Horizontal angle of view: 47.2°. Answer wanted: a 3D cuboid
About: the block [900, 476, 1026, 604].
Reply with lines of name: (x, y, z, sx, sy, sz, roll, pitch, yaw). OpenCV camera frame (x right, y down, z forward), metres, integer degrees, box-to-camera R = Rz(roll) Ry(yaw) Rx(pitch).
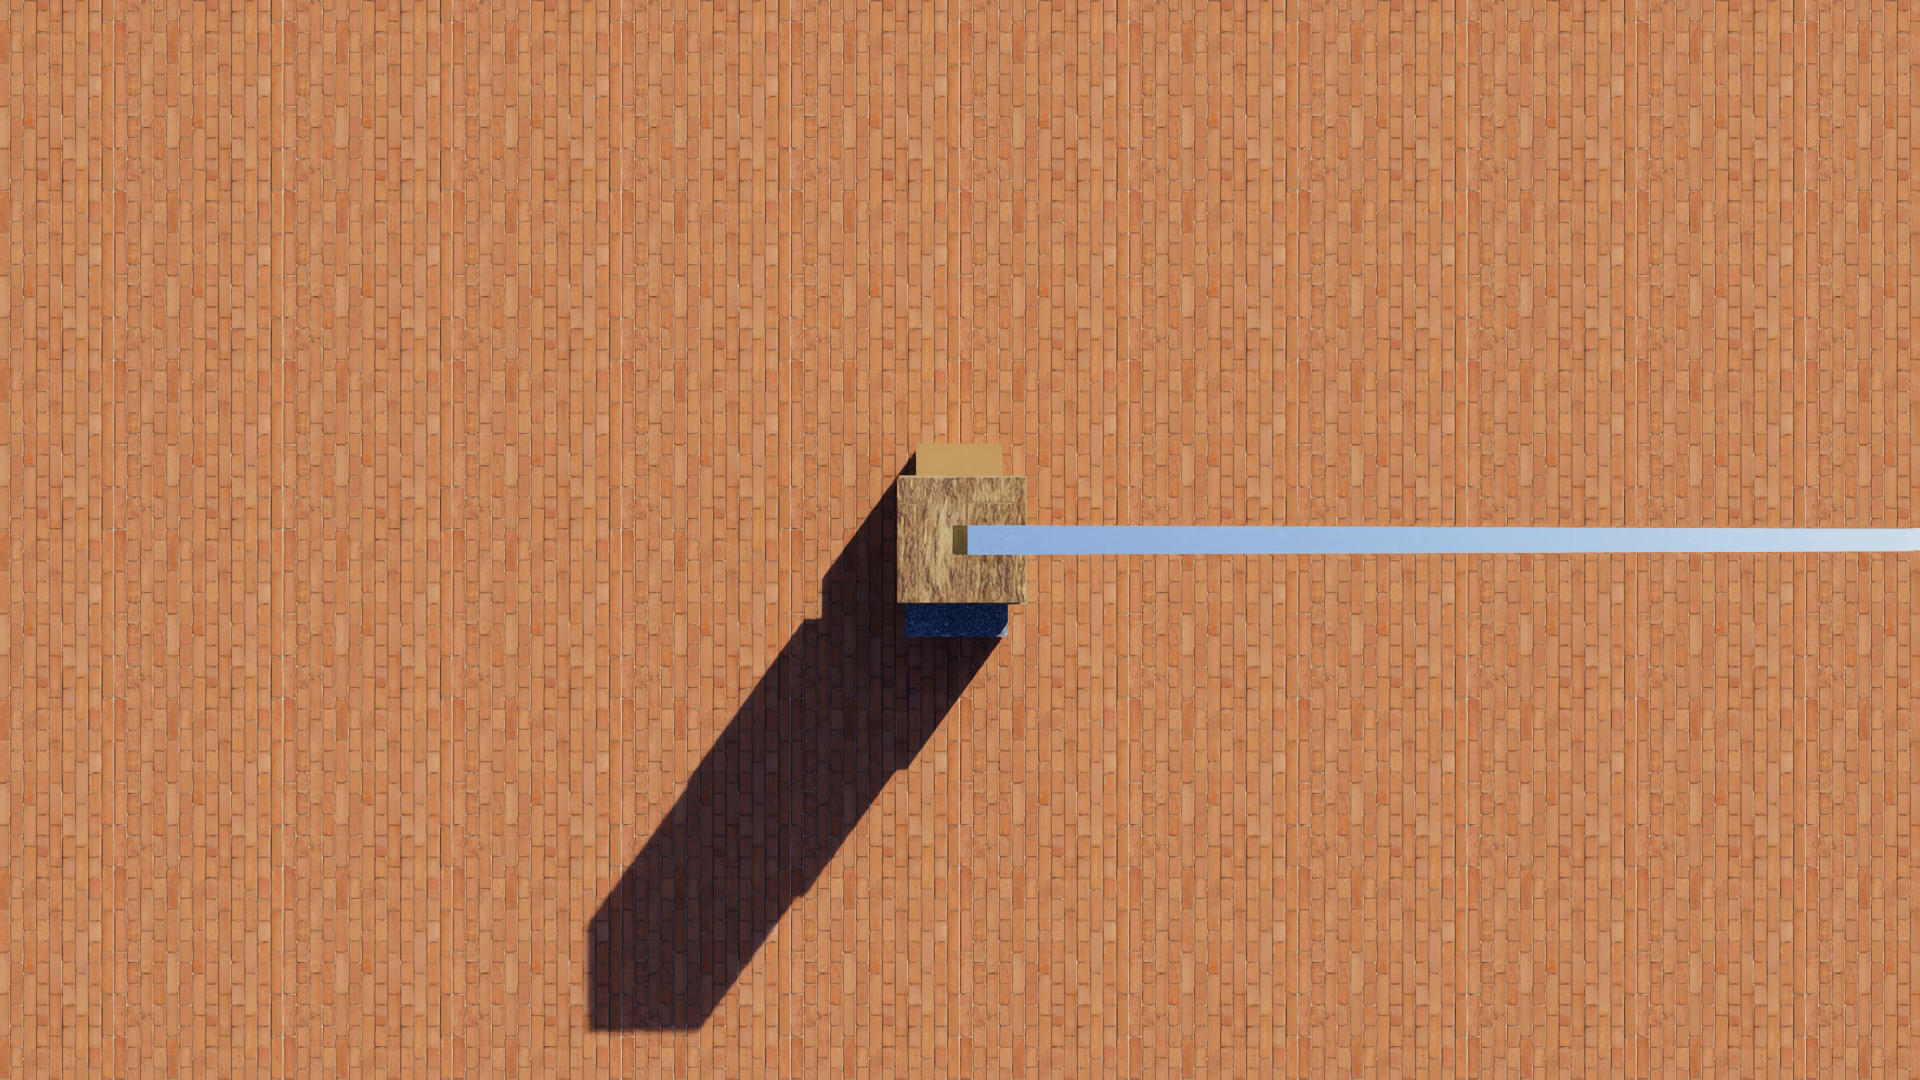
block: (0.016, 0.000, 12.151, 0.688, 0.627, 0.694, 0, 90, 0)

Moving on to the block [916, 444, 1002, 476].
block: (-0.004, -0.282, 12.741, 0.489, 0.518, 0.534, 0, 90, 0)

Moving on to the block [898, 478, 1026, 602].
block: (0.007, 0.000, 11.564, 0.658, 0.548, 0.642, 0, 90, 0)

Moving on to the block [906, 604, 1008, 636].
block: (-0.019, 0.272, 12.732, 0.582, 0.536, 0.554, 0, 90, 0)

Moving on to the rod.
rod: (2.234, 0.000, 7.304, 5.200, 0.080, 0.080, 0, 90, -31)
